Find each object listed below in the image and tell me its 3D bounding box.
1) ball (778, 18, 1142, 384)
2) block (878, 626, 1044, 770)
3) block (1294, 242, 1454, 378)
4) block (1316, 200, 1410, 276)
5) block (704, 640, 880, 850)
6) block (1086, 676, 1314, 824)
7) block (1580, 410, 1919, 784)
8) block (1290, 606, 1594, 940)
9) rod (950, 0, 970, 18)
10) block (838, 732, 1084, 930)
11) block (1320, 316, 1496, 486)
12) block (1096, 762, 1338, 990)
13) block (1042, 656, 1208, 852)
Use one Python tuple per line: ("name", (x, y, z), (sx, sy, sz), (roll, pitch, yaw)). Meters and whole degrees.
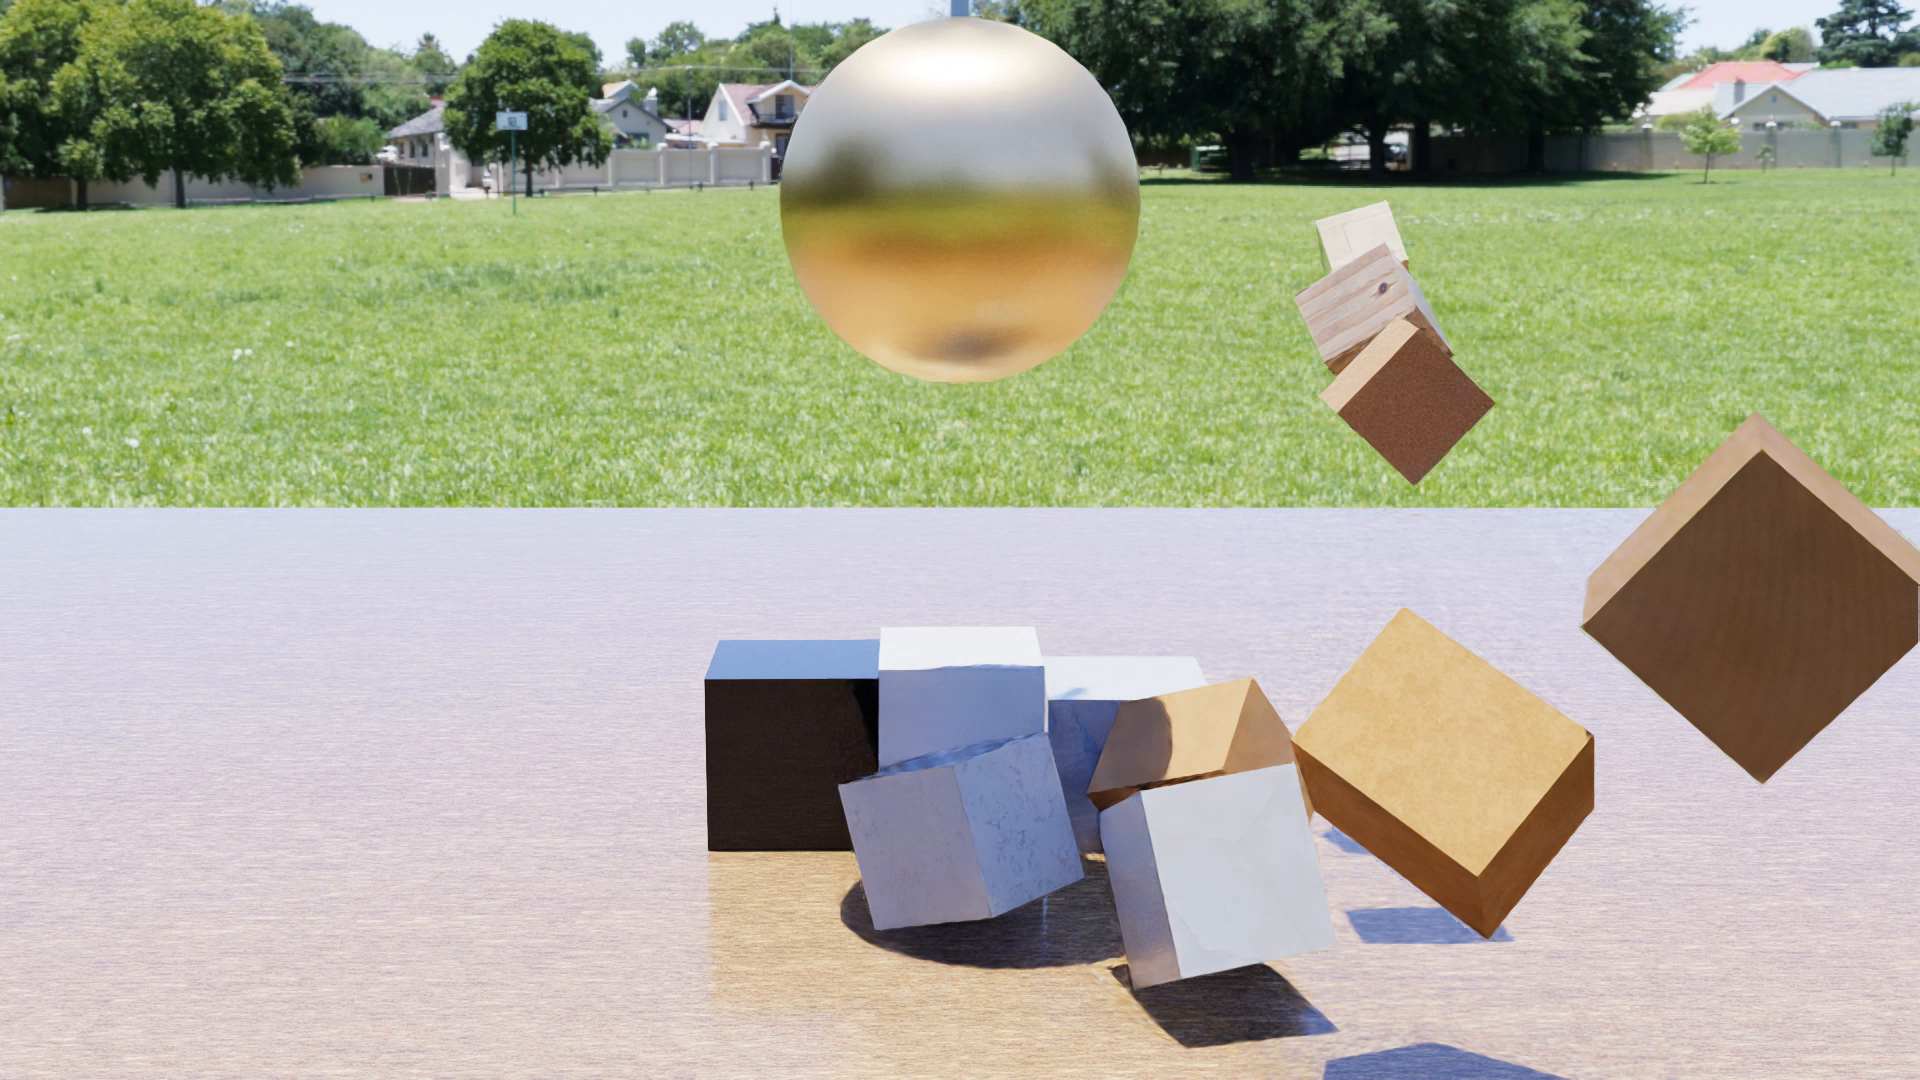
("ball", (0.000, -1.492, 9.735), (1.600, 1.600, 1.600), (0, 10, 0))
("block", (-0.002, 1.015, 11.320), (0.814, 0.953, 0.947), (0, 10, -1))
("block", (2.041, -1.058, 10.848), (0.514, 0.439, 0.516), (-30, -35, 18))
("block", (2.108, -1.456, 11.481), (0.380, 0.397, 0.370), (-15, -31, 6))
("block", (-0.844, 1.043, 11.365), (0.857, 0.883, 0.865), (0, 10, -1))
("block", (1.141, 1.147, 10.196), (0.722, 0.711, 0.585), (-15, 33, 35))
("block", (2.676, 0.179, 7.371), (0.775, 0.812, 0.652), (42, 22, 4))
("block", (1.743, 0.843, 7.888), (0.800, 0.633, 0.771), (37, -11, 28))
("rod", (0.000, -4.892, 9.782), (0.080, 5.200, 0.080), (0, -1, 0))
("block", (0.004, 1.307, 9.878), (0.746, 0.674, 0.629), (-15, -1, 43))
("block", (1.946, -0.612, 9.605), (0.474, 0.493, 0.430), (42, 9, -10))
("block", (1.039, 1.391, 9.043), (0.662, 0.745, 0.686), (-9, -13, -14))
("block", (0.845, 1.092, 11.366), (0.820, 0.785, 0.919), (0, 10, 0))
